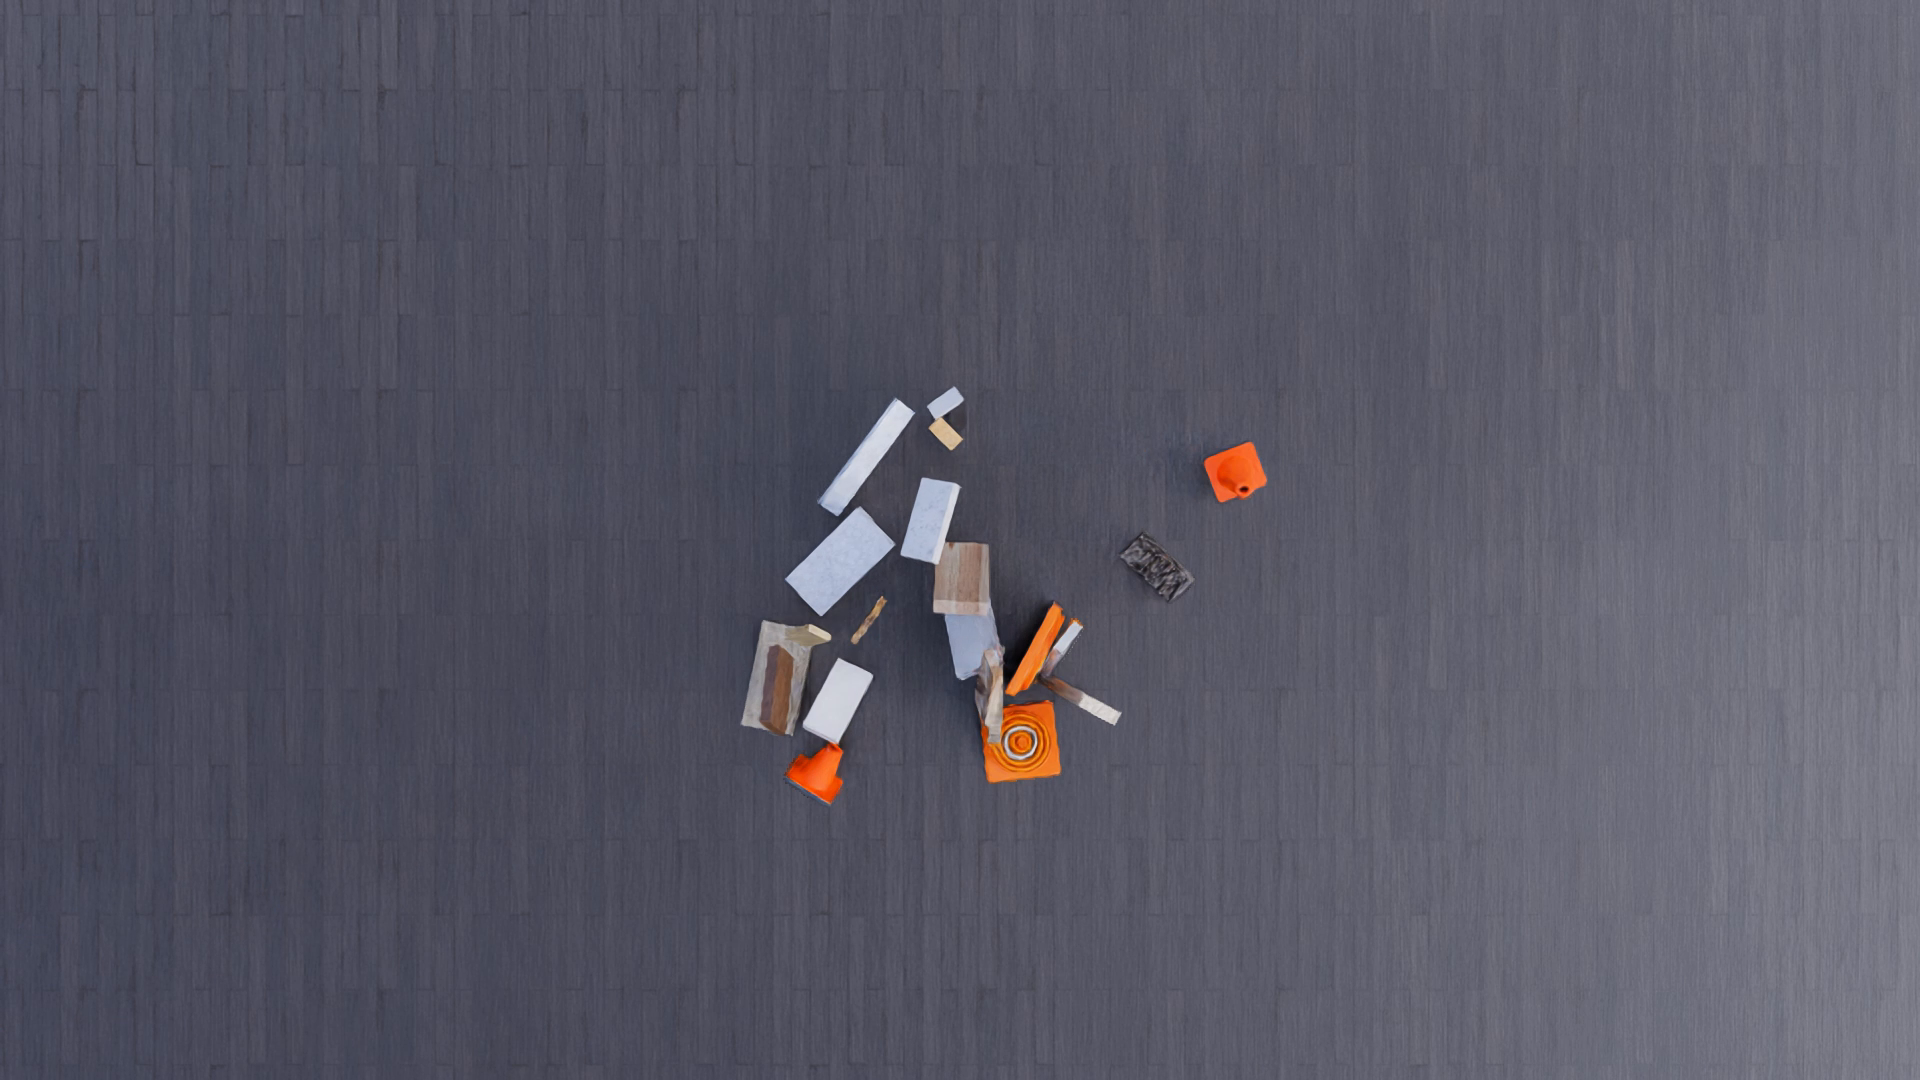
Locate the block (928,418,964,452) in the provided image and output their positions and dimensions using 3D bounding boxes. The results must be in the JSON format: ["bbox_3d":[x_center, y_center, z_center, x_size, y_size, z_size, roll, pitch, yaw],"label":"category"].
[{"bbox_3d":[-0.048,-0.352,5.463,0.057,0.016,0.114,-44,119,4],"label":"block"}]

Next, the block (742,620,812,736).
[{"bbox_3d":[-0.593,0.450,5.391,0.172,0.049,0.345,11,88,3],"label":"block"}]

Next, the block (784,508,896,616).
[{"bbox_3d":[-0.395,0.072,5.438,0.345,0.049,0.172,-44,90,13],"label":"block"}]

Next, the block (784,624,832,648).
[{"bbox_3d":[-0.488,0.307,5.276,0.084,0.167,0.024,30,66,-25],"label":"block"}]

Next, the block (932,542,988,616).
[{"bbox_3d":[0.004,0.121,5.340,0.172,0.345,0.049,4,123,-1],"label":"block"}]

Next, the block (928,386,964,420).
[{"bbox_3d":[-0.047,-0.451,5.431,0.114,0.016,0.057,-34,65,4],"label":"block"}]

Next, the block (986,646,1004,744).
[{"bbox_3d":[0.114,0.510,5.395,0.044,0.154,0.308,2,79,-1],"label":"block"}]

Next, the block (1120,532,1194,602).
[{"bbox_3d":[0.650,0.089,5.450,0.231,0.033,0.116,44,125,0],"label":"block"}]

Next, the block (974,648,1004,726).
[{"bbox_3d":[0.091,0.469,5.227,0.033,0.116,0.231,-6,134,-16],"label":"block"}]

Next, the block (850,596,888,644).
[{"bbox_3d":[-0.294,0.259,5.298,0.024,0.084,0.167,35,134,-3],"label":"block"}]

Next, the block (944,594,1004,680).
[{"bbox_3d":[0.038,0.287,5.382,0.154,0.044,0.308,-23,59,19],"label":"block"}]

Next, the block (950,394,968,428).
[{"bbox_3d":[-0.004,-0.429,5.474,0.057,0.016,0.114,0,108,0],"label":"block"}]

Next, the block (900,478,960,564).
[{"bbox_3d":[-0.093,-0.061,5.156,0.127,0.036,0.255,11,82,36],"label":"block"}]

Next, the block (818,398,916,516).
[{"bbox_3d":[-0.310,-0.273,5.465,0.084,0.024,0.430,37,90,-37],"label":"block"}]

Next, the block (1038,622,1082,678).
[{"bbox_3d":[0.320,0.354,5.295,0.033,0.231,0.116,37,64,7],"label":"block"}]

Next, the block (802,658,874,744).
[{"bbox_3d":[-0.392,0.517,5.301,0.127,0.036,0.255,25,64,5],"label":"block"}]

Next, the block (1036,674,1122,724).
[{"bbox_3d":[0.380,0.507,5.327,0.154,0.308,0.044,29,88,-25],"label":"block"}]

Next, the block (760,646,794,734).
[{"bbox_3d":[-0.580,0.475,5.233,0.036,0.127,0.255,-3,66,17],"label":"block"}]
